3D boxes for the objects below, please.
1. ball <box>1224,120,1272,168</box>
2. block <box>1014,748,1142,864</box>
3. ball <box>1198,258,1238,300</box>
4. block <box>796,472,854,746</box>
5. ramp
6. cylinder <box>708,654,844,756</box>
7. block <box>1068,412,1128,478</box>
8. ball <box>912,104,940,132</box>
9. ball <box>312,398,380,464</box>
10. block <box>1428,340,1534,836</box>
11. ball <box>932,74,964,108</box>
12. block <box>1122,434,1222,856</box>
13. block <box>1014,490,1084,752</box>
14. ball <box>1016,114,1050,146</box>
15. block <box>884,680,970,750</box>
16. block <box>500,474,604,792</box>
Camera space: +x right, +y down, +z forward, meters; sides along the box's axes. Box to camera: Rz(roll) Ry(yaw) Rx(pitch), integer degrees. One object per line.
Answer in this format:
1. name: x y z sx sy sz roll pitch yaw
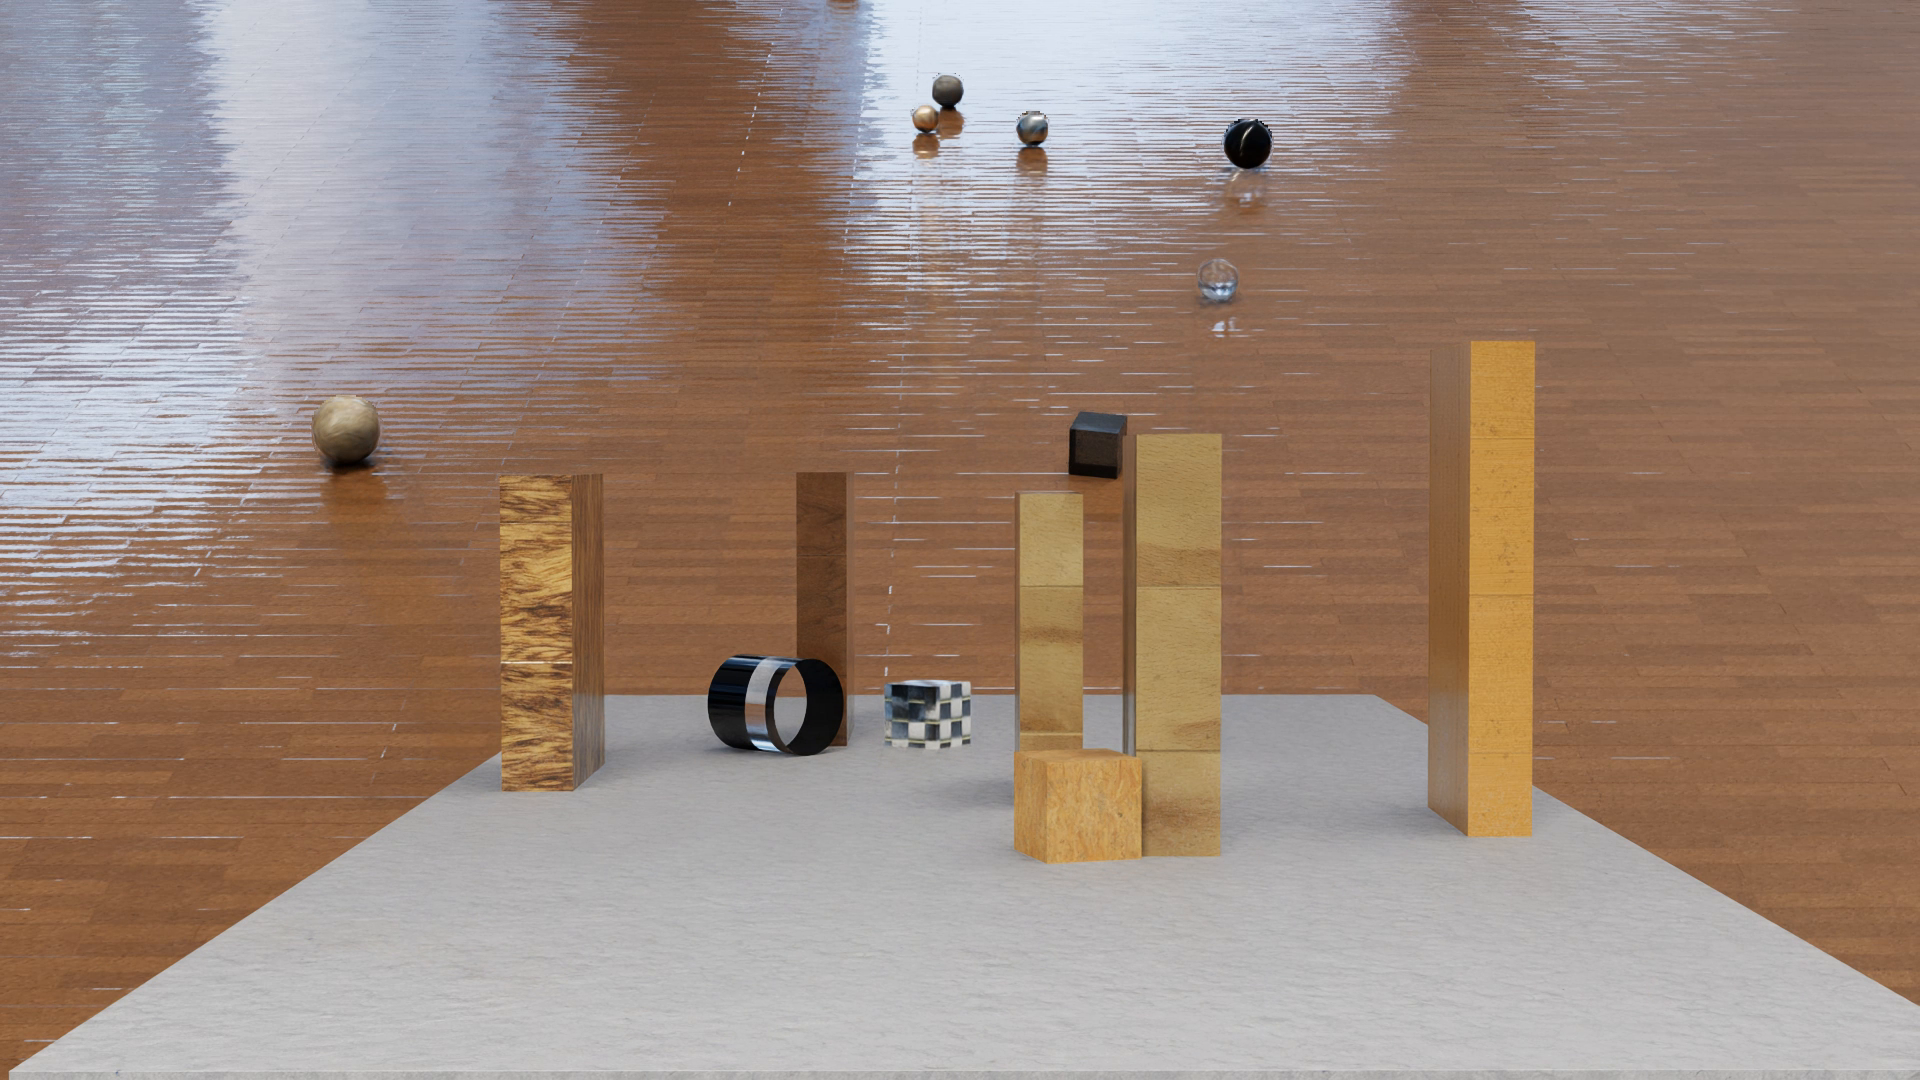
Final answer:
1. ball: 1.240 -1.703 11.103 0.205 0.205 0.205 0 25 0
2. block: 0.179 0.404 3.933 0.151 0.151 0.151 -1 2 -18
3. ball: 0.957 -0.964 9.552 0.154 0.154 0.154 0 25 0
4. block: -0.289 0.138 5.592 0.105 0.573 0.417 0 2 0
5. ramp: 0.056 0.509 4.552 2.000 0.100 4.000 0 2 0
6. cylinder: -0.378 0.337 5.287 0.198 0.198 0.198 2 20 42
7. block: 0.434 -0.299 8.098 0.153 0.153 0.153 6 25 13
8. ball: -0.154 -1.901 11.634 0.124 0.124 0.124 0 25 0
9. ball: -1.937 -0.347 8.136 0.209 0.209 0.209 0 25 0
10. block: 0.860 0.073 4.270 0.102 0.789 0.350 0 2 0
11. ball: -0.058 -2.098 12.029 0.152 0.152 0.152 0 25 0
12. block: 0.331 0.155 4.061 0.128 0.640 0.327 0 2 0
13. block: 0.157 0.186 4.619 0.108 0.542 0.387 0 2 0
14. ball: 0.323 -1.821 11.436 0.144 0.144 0.144 0 25 0
15. block: -0.068 0.366 5.426 0.130 0.130 0.130 1 2 33
16. block: -0.766 0.163 4.871 0.129 0.573 0.423 0 2 0
